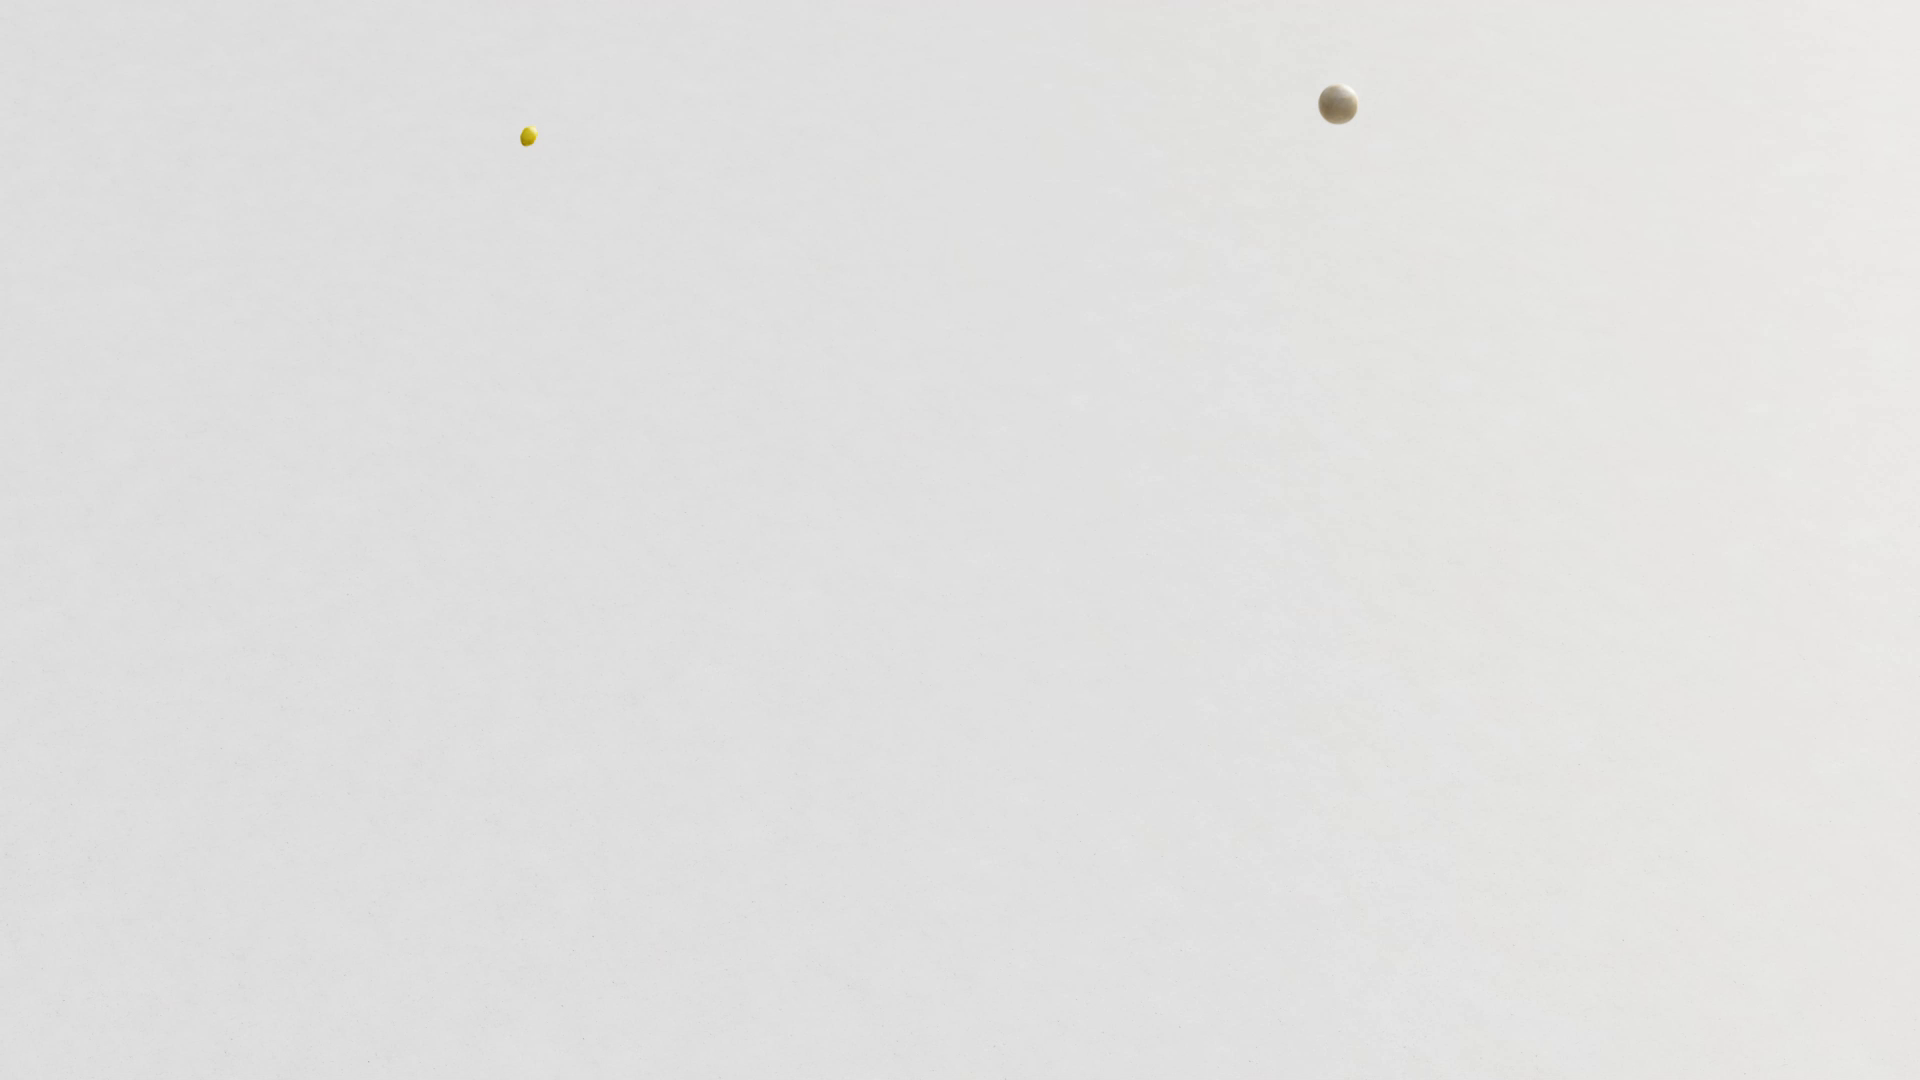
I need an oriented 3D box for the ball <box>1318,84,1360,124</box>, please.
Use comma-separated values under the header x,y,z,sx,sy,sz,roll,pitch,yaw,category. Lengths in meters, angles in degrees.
x,y,z,sx,sy,sz,roll,pitch,yaw,category
1.197,-1.378,9.273,0.131,0.131,0.131,0,33,0,ball
